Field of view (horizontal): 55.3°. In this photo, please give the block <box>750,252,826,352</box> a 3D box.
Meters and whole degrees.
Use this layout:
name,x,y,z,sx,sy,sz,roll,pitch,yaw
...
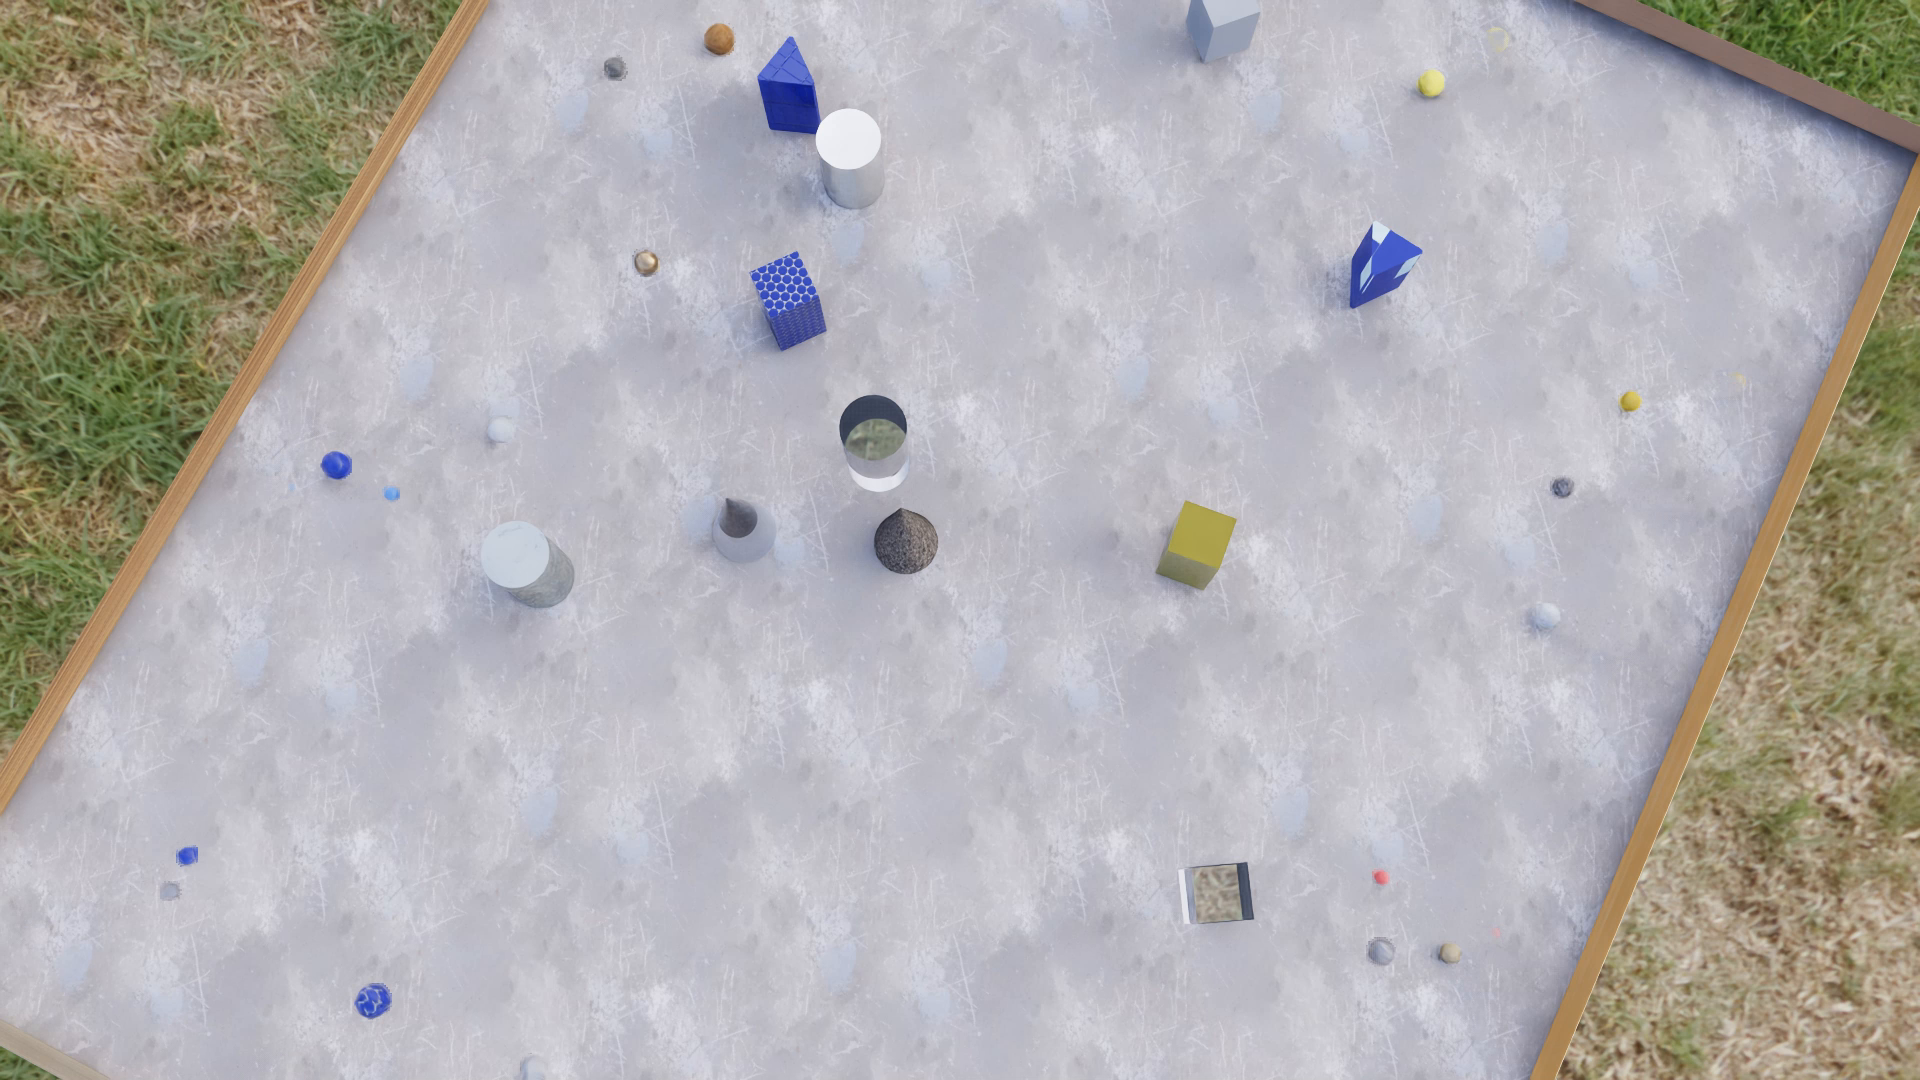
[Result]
name,x,y,z,sx,sy,sz,roll,pitch,yaw
block,-0.522,-0.726,5.600,0.157,0.326,0.157,-25,79,-5

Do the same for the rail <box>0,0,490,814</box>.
name,x,y,z,sx,sy,sz,roll,pitch,yaw
rail,-1.947,-0.947,5.746,0.045,0.128,5.060,26,80,5

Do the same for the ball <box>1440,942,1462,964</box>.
name,x,y,z,sx,sy,sz,roll,pitch,yaw
ball,1.429,1.204,5.336,0.062,0.062,0.062,0,78,0

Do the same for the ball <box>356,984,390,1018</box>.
name,x,y,z,sx,sy,sz,roll,pitch,yaw
ball,-1.696,1.333,5.292,0.096,0.096,0.096,0,78,0

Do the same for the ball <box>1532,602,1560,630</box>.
name,x,y,z,sx,sy,sz,roll,pitch,yaw
ball,1.770,0.229,5.528,0.080,0.080,0.080,0,78,0

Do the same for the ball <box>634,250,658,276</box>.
name,x,y,z,sx,sy,sz,roll,pitch,yaw
ball,-0.985,-0.871,5.757,0.077,0.077,0.077,0,78,0

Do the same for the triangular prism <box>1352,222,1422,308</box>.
name,x,y,z,sx,sy,sz,roll,pitch,yaw
triangular prism,1.276,-0.862,5.640,0.170,0.304,0.148,-25,79,-5

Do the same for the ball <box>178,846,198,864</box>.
name,x,y,z,sx,sy,sz,roll,pitch,yaw
ball,-2.276,0.930,5.397,0.053,0.053,0.053,0,78,0

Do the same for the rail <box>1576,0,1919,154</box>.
name,x,y,z,sx,sy,sz,roll,pitch,yaw
rail,1.121,-2.188,6.003,4.401,0.128,0.045,26,80,5

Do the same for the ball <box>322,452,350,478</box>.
name,x,y,z,sx,sy,sz,roll,pitch,yaw
ball,-1.914,-0.230,5.621,0.086,0.086,0.086,0,78,0

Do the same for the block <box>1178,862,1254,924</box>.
name,x,y,z,sx,sy,sz,roll,pitch,yaw
block,0.730,1.013,5.245,0.157,0.316,0.157,-5,78,-1

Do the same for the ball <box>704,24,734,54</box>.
name,x,y,z,sx,sy,sz,roll,pitch,yaw
ball,-0.774,-1.613,5.900,0.098,0.098,0.098,0,78,0

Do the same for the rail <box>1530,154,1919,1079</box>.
name,x,y,z,sx,sy,sz,roll,pitch,yaw
rail,1.947,0.960,5.352,0.045,0.128,5.060,26,80,5

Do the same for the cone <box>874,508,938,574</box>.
name,x,y,z,sx,sy,sz,roll,pitch,yaw
cone,-0.165,-0.041,5.375,0.197,0.490,0.197,0,78,0

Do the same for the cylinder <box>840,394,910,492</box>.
name,x,y,z,sx,sy,sz,roll,pitch,yaw
cylinder,-0.250,-0.285,5.475,0.197,0.393,0.197,0,78,0

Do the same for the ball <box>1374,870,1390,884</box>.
name,x,y,z,sx,sy,sz,roll,pitch,yaw
ball,1.241,0.992,5.390,0.042,0.042,0.042,0,78,0

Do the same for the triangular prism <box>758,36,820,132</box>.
name,x,y,z,sx,sy,sz,roll,pitch,yaw
triangular prism,-0.520,-1.423,5.728,0.170,0.358,0.148,6,78,1

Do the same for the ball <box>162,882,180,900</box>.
name,x,y,z,sx,sy,sz,roll,pitch,yaw
ball,-2.317,1.031,5.378,0.049,0.049,0.049,0,78,0

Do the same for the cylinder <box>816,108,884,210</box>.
name,x,y,z,sx,sy,sz,roll,pitch,yaw
cylinder,-0.338,-1.181,5.698,0.197,0.319,0.197,0,78,0

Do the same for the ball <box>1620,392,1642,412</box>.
name,x,y,z,sx,sy,sz,roll,pitch,yaw
ball,2.078,-0.428,5.673,0.063,0.063,0.063,0,78,0

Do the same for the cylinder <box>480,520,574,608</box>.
name,x,y,z,sx,sy,sz,roll,pitch,yaw
cylinder,-1.274,0.076,5.420,0.197,0.353,0.197,0,78,0

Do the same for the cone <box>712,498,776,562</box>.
name,x,y,z,sx,sy,sz,roll,pitch,yaw
cone,-0.661,-0.074,5.400,0.197,0.455,0.197,0,78,0

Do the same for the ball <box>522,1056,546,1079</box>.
name,x,y,z,sx,sy,sz,roll,pitch,yaw
ball,-1.224,1.519,5.266,0.071,0.071,0.071,0,78,0

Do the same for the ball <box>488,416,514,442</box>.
name,x,y,z,sx,sy,sz,roll,pitch,yaw
ball,-1.416,-0.341,5.647,0.079,0.079,0.079,0,78,0

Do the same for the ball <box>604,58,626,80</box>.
name,x,y,z,sx,sy,sz,roll,pitch,yaw
ball,-1.110,-1.516,5.894,0.071,0.071,0.071,0,78,0

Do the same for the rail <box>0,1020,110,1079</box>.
name,x,y,z,sx,sy,sz,roll,pitch,yaw
rail,-1.121,2.202,5.095,4.401,0.128,0.045,26,80,5

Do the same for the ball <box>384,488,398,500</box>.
name,x,y,z,sx,sy,sz,roll,pitch,yaw
ball,-1.744,-0.141,5.625,0.041,0.041,0.041,0,78,0

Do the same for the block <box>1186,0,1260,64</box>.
name,x,y,z,sx,sy,sz,roll,pitch,yaw
block,0.836,-1.667,5.837,0.157,0.244,0.157,-20,79,-4

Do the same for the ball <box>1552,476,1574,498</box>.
name,x,y,z,sx,sy,sz,roll,pitch,yaw
ball,1.850,-0.163,5.618,0.064,0.064,0.064,0,78,0

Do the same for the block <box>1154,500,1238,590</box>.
name,x,y,z,sx,sy,sz,roll,pitch,yaw
block,0.696,0.020,5.434,0.157,0.350,0.157,20,79,4

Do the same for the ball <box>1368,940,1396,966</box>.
name,x,y,z,sx,sy,sz,roll,pitch,yaw
ball,1.226,1.200,5.330,0.076,0.076,0.076,0,78,0

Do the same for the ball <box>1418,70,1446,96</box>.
name,x,y,z,sx,sy,sz,roll,pitch,yaw
ball,1.512,-1.465,5.877,0.083,0.083,0.083,0,78,0
